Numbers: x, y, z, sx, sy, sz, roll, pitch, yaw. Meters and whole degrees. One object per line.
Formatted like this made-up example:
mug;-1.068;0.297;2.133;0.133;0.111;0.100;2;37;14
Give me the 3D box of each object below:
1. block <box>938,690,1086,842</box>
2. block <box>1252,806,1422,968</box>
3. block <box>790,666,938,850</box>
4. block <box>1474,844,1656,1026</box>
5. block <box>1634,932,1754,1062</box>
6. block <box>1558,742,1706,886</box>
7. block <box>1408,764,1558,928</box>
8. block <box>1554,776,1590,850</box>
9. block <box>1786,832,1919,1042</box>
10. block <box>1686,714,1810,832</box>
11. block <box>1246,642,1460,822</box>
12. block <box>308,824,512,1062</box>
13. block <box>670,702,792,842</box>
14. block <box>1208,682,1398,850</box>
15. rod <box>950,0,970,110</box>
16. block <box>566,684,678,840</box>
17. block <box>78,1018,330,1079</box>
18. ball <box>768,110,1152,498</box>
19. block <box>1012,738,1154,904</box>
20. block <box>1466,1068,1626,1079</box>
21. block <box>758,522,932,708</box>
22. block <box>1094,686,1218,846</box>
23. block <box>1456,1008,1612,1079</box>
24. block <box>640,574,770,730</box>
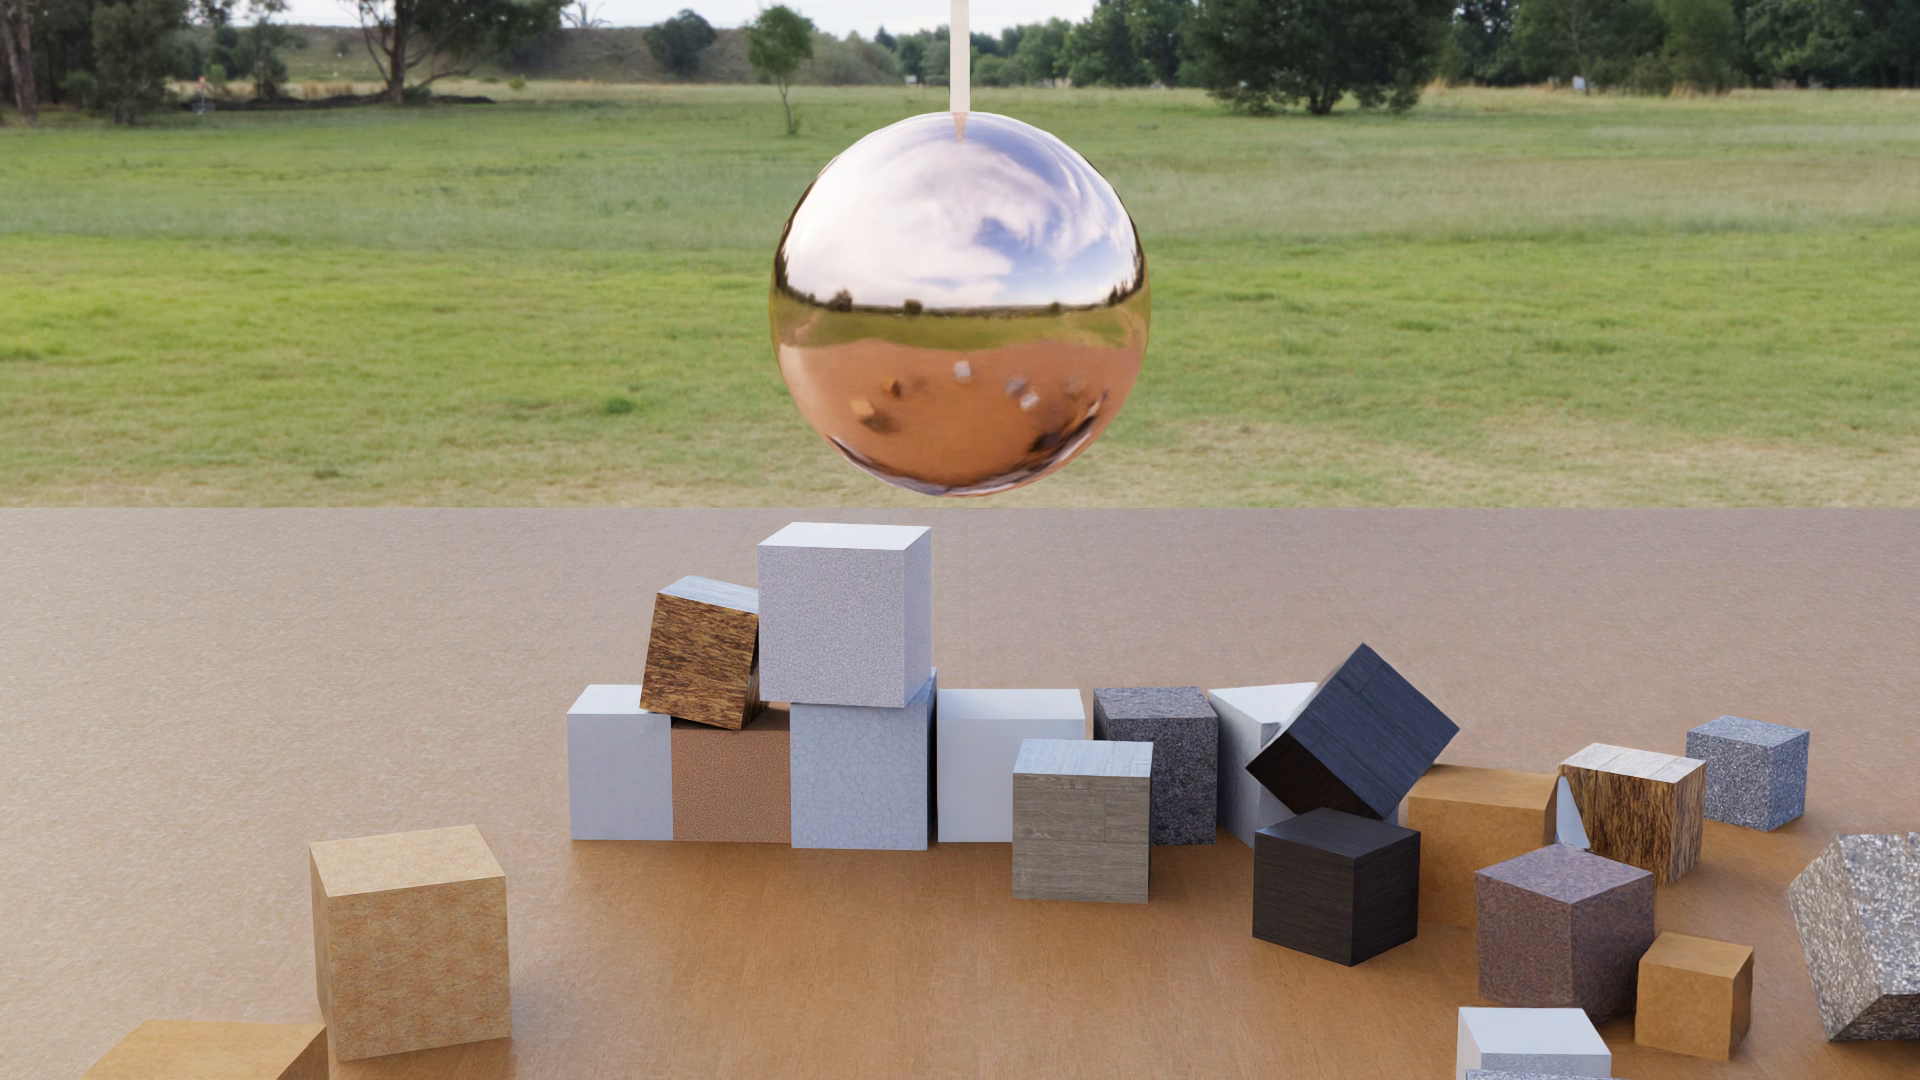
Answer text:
block;0.260;1.160;11.390;0.741;0.643;0.614;0;10;0
block;1.672;1.531;9.774;0.527;0.491;0.513;10;14;44
block;-0.484;1.108;11.329;0.682;0.766;0.740;1;10;3
block;2.479;1.619;9.008;0.487;0.542;0.511;-12;13;-31
block;2.909;1.802;8.707;0.358;0.340;0.383;6;12;31
block;3.288;1.337;10.787;0.566;0.511;0.473;8;13;36
block;2.409;1.415;10.148;0.598;0.584;0.583;4;11;20
block;2.761;1.374;10.589;0.349;0.356;0.313;-25;-13;35
block;3.729;1.561;8.644;0.620;0.649;0.529;-1;-32;-4
block;4.140;1.223;11.584;0.464;0.450;0.454;10;14;43
block;1.873;1.000;10.544;0.623;0.605;0.613;-45;-7;-24
block;-2.224;1.606;8.871;0.674;0.667;0.708;-4;11;-22
block;-1.133;1.191;11.387;0.613;0.583;0.589;1;10;3
block;1.756;1.156;11.329;0.763;0.673;0.700;-3;11;-16
rod;0.000;-4.349;9.597;0.080;5.200;0.080;0;-7;0
block;-1.711;1.146;11.412;0.525;0.661;0.593;0;10;1
block;-2.449;1.958;7.133;0.624;0.594;0.581;1;10;5
ball;0.000;-0.976;9.175;1.600;1.600;1.600;0;10;0
block;0.594;1.334;10.519;0.634;0.612;0.603;1;10;6
block;1.906;2.042;6.839;0.631;0.536;0.607;2;10;9
block;-0.570;0.364;11.083;0.732;0.785;0.663;2;11;11
block;0.997;1.158;11.342;0.551;0.663;0.630;-1;10;-3
block;2.040;1.934;7.861;0.448;0.383;0.410;0;10;2
block;-1.255;0.567;11.225;0.533;0.605;0.538;12;11;9
